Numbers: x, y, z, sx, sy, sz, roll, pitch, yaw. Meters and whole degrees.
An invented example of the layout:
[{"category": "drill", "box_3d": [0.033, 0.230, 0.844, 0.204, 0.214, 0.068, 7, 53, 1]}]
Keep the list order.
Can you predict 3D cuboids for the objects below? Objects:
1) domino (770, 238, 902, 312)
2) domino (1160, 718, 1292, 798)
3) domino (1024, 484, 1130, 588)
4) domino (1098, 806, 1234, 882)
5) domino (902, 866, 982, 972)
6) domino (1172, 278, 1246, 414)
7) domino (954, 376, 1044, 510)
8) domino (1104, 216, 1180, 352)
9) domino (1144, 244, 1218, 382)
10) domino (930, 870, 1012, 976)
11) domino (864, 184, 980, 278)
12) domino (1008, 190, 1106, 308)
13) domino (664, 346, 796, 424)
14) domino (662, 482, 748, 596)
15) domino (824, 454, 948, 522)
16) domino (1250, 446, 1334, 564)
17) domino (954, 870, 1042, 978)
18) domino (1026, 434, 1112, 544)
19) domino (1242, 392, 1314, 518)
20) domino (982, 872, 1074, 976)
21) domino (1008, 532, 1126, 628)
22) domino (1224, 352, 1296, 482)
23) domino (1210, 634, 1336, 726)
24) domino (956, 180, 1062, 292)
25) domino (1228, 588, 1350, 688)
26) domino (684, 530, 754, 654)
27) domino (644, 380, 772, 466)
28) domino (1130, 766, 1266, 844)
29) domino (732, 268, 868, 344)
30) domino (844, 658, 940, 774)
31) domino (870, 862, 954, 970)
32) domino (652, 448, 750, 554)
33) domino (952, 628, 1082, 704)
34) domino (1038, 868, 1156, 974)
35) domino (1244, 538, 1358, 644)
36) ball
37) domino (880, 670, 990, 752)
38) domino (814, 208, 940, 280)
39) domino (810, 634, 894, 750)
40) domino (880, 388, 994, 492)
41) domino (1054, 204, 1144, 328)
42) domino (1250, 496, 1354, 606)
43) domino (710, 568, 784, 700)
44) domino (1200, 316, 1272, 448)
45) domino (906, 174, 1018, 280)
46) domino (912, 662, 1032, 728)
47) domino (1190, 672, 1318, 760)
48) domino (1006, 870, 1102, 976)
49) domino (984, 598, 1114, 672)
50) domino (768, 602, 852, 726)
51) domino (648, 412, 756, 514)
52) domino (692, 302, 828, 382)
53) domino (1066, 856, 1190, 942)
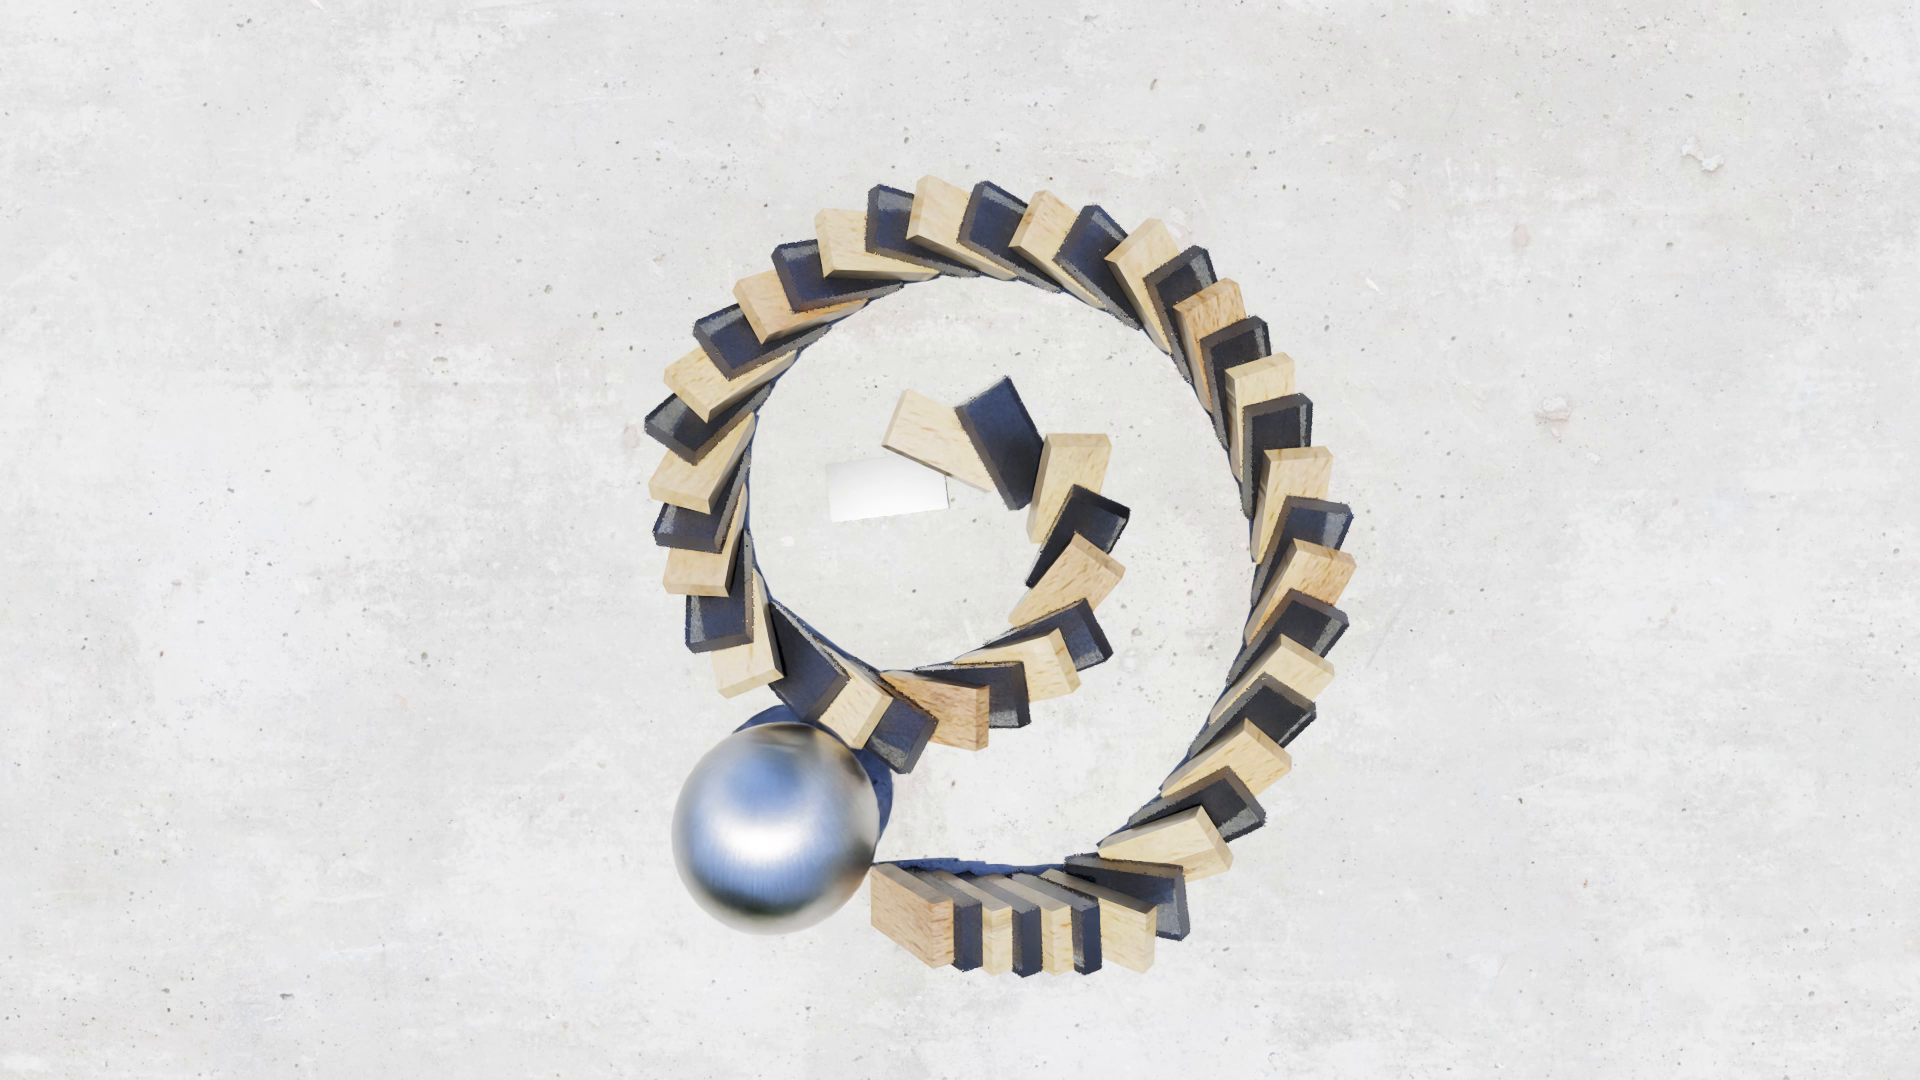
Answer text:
[{"category": "domino", "box_3d": [-0.051, -0.113, 0.382, 0.050, 0.009, 0.025, -22, 90, -35]}, {"category": "domino", "box_3d": [0.111, 0.099, 0.383, 0.025, 0.009, 0.050, 40, 121, 0]}, {"category": "domino", "box_3d": [0.048, 0.003, 0.381, 0.025, 0.009, 0.050, 23, 126, -1]}, {"category": "domino", "box_3d": [0.085, 0.131, 0.382, 0.050, 0.009, 0.025, -33, 90, 34]}, {"category": "domino", "box_3d": [-0.009, 0.155, 0.377, 0.010, 0.050, 0.025, -1, 90, -34]}, {"category": "domino", "box_3d": [0.108, -0.080, 0.381, 0.025, 0.010, 0.050, -29, 126, -1]}, {"category": "domino", "box_3d": [0.021, -0.040, 0.385, 0.025, 0.009, 0.050, -35, 106, -19]}, {"category": "domino", "box_3d": [0.083, -0.105, 0.382, 0.025, 0.010, 0.050, -43, 125, 0]}, {"category": "domino", "box_3d": [0.097, -0.093, 0.381, 0.025, 0.009, 0.050, -34, 126, 0]}, {"category": "domino", "box_3d": [0.002, 0.156, 0.377, 0.010, 0.050, 0.025, -1, 90, -34]}, {"category": "domino", "box_3d": [-0.014, -0.128, 0.382, 0.050, 0.010, 0.025, 4, 89, -33]}, {"category": "domino", "box_3d": [0.047, -0.121, 0.384, 0.050, 0.010, 0.025, 26, 90, -30]}, {"category": "domino", "box_3d": [-0.095, -0.072, 0.382, 0.025, 0.010, 0.050, 43, 56, 4]}, {"category": "domino", "box_3d": [-0.106, -0.001, 0.383, 0.025, 0.009, 0.050, 3, 59, 0]}, {"category": "domino", "box_3d": [-0.031, -0.023, 0.395, 0.050, 0.010, 0.025, -7, 90, 0]}, {"category": "domino", "box_3d": [0.138, -0.014, 0.382, 0.025, 0.009, 0.050, -4, 124, 0]}, {"category": "domino", "box_3d": [0.014, 0.157, 0.377, 0.009, 0.050, 0.025, -1, 90, -34]}, {"category": "domino", "box_3d": [0.044, -0.021, 0.378, 0.025, 0.010, 0.050, -1, 131, -12]}, {"category": "domino", "box_3d": [0.132, -0.034, 0.381, 0.025, 0.010, 0.050, -14, 125, -2]}, {"category": "domino", "box_3d": [0.026, 0.157, 0.377, 0.009, 0.050, 0.025, -3, 89, -34]}, {"category": "domino", "box_3d": [0.044, 0.023, 0.382, 0.025, 0.009, 0.050, 35, 125, 0]}, {"category": "domino", "box_3d": [0.125, -0.050, 0.381, 0.025, 0.009, 0.050, -18, 126, -2]}, {"category": "domino", "box_3d": [0.130, 0.065, 0.383, 0.025, 0.010, 0.050, 31, 121, 0]}, {"category": "domino", "box_3d": [0.025, -0.126, 0.383, 0.050, 0.009, 0.025, 18, 90, -32]}, {"category": "domino", "box_3d": [0.136, 0.046, 0.383, 0.025, 0.009, 0.050, 25, 121, 0]}, {"category": "domino", "box_3d": [-0.100, 0.021, 0.382, 0.025, 0.009, 0.050, -11, 58, 3]}, {"category": "domino", "box_3d": [-0.104, -0.056, 0.381, 0.025, 0.010, 0.050, 34, 56, 3]}, {"category": "domino", "box_3d": [0.099, 0.117, 0.383, 0.050, 0.009, 0.025, -39, 90, 30]}, {"category": "domino", "box_3d": [-0.066, -0.102, 0.383, 0.050, 0.009, 0.025, -29, 90, -32]}, {"category": "domino", "box_3d": [-0.035, 0.073, 0.383, 0.050, 0.009, 0.025, 30, 93, 31]}, {"category": "domino", "box_3d": [-0.021, 0.153, 0.377, 0.010, 0.050, 0.025, -1, 90, -34]}, {"category": "domino", "box_3d": [-0.107, -0.019, 0.381, 0.025, 0.009, 0.050, 7, 52, 2]}, {"category": "domino", "box_3d": [0.023, 0.055, 0.381, 0.050, 0.010, 0.025, -21, 93, 36]}, {"category": "domino", "box_3d": [0.056, 0.157, 0.380, 0.050, 0.009, 0.025, 6, 98, 37]}, {"category": "domino", "box_3d": [0.141, 0.025, 0.382, 0.025, 0.010, 0.050, 15, 122, -2]}, {"category": "ball", "box_3d": [-0.072, 0.112, 0.360, 0.080, 0.080, 0.080, 0, 90, 0]}, {"category": "domino", "box_3d": [-0.011, 0.070, 0.381, 0.050, 0.009, 0.025, 3, 94, 35]}, {"category": "domino", "box_3d": [-0.034, -0.123, 0.382, 0.050, 0.010, 0.025, -9, 88, -34]}, {"category": "domino", "box_3d": [-0.054, 0.062, 0.383, 0.050, 0.009, 0.025, 32, 90, 31]}, {"category": "domino", "box_3d": [-0.005, -0.041, 0.386, 0.050, 0.009, 0.025, 23, 83, -19]}, {"category": "domino", "box_3d": [0.064, -0.113, 0.382, 0.050, 0.010, 0.025, 30, 90, -35]}, {"category": "domino", "box_3d": [0.142, 0.007, 0.383, 0.025, 0.009, 0.050, 9, 122, 0]}, {"category": "domino", "box_3d": [-0.091, 0.038, 0.382, 0.025, 0.010, 0.050, -22, 57, 2]}, {"category": "domino", "box_3d": [0.117, -0.065, 0.382, 0.025, 0.009, 0.050, -23, 126, 0]}, {"category": "domino", "box_3d": [0.003, -0.129, 0.382, 0.050, 0.009, 0.025, 12, 86, -32]}, {"category": "domino", "box_3d": [0.004, 0.065, 0.382, 0.050, 0.009, 0.025, -8, 90, 36]}, {"category": "domino", "box_3d": [0.122, 0.080, 0.382, 0.025, 0.009, 0.050, 32, 121, -1]}, {"category": "domino", "box_3d": [0.037, 0.156, 0.377, 0.009, 0.050, 0.025, -3, 90, -34]}, {"category": "domino", "box_3d": [0.036, 0.046, 0.382, 0.050, 0.010, 0.025, -28, 90, 35]}, {"category": "domino", "box_3d": [-0.071, 0.051, 0.383, 0.050, 0.009, 0.025, 40, 90, 31]}, {"category": "domino", "box_3d": [-0.106, -0.035, 0.381, 0.025, 0.010, 0.050, 14, 53, 3]}, {"category": "domino", "box_3d": [-0.083, -0.088, 0.382, 0.050, 0.009, 0.025, -36, 87, -33]}, {"category": "domino", "box_3d": [0.069, 0.148, 0.381, 0.050, 0.010, 0.025, -7, 90, 37]}]
